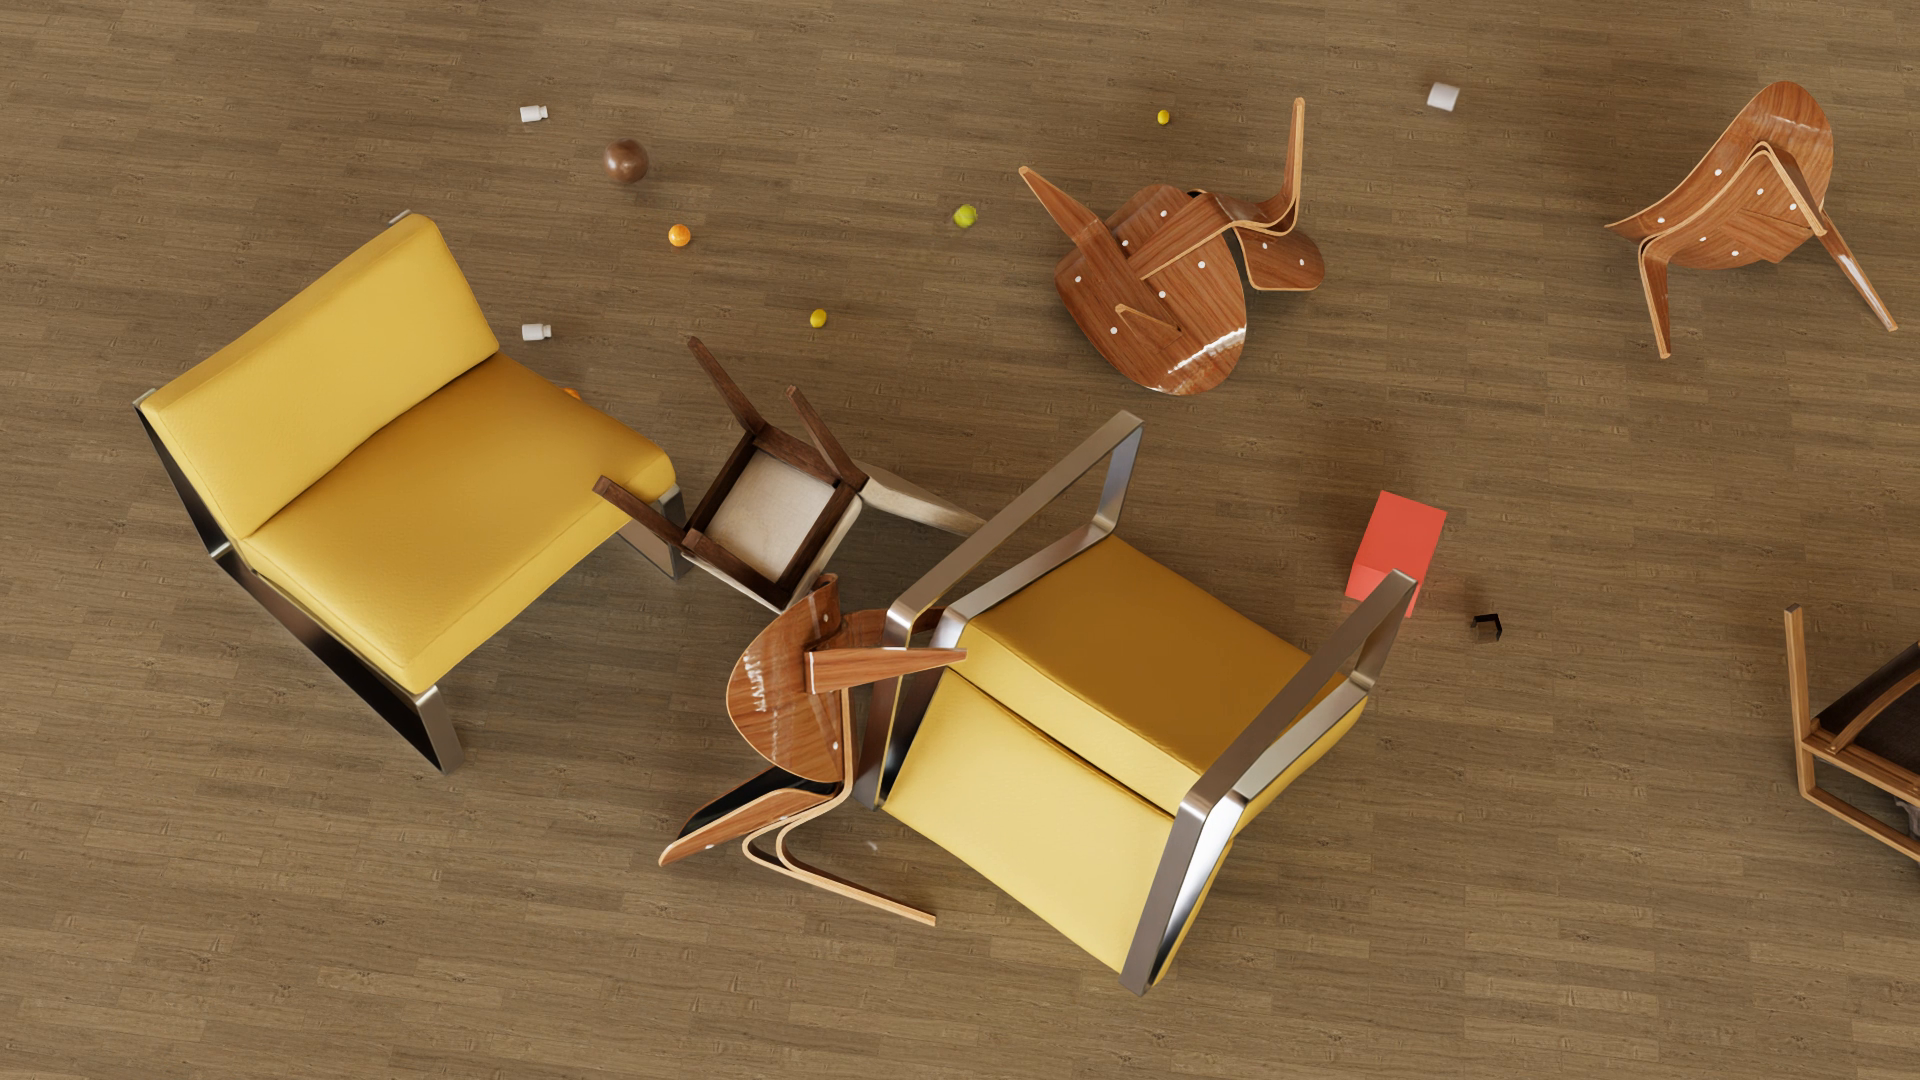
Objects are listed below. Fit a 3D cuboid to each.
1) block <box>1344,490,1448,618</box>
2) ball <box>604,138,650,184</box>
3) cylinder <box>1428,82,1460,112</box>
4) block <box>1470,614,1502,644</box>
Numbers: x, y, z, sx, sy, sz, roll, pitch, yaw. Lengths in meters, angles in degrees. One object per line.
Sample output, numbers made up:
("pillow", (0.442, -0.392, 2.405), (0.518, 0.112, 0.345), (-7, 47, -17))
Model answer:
("block", (1.277, 0.040, 6.441), (0.199, 0.176, 0.276), (20, 58, 13))
("ball", (-1.113, -1.264, 7.331), (0.152, 0.152, 0.152), (0, 56, 0))
("cylinder", (1.662, -1.523, 7.560), (0.088, 0.059, 0.101), (19, 57, 12))
("block", (1.522, 0.258, 6.361), (0.068, 0.066, 0.058), (-6, 56, -4))
